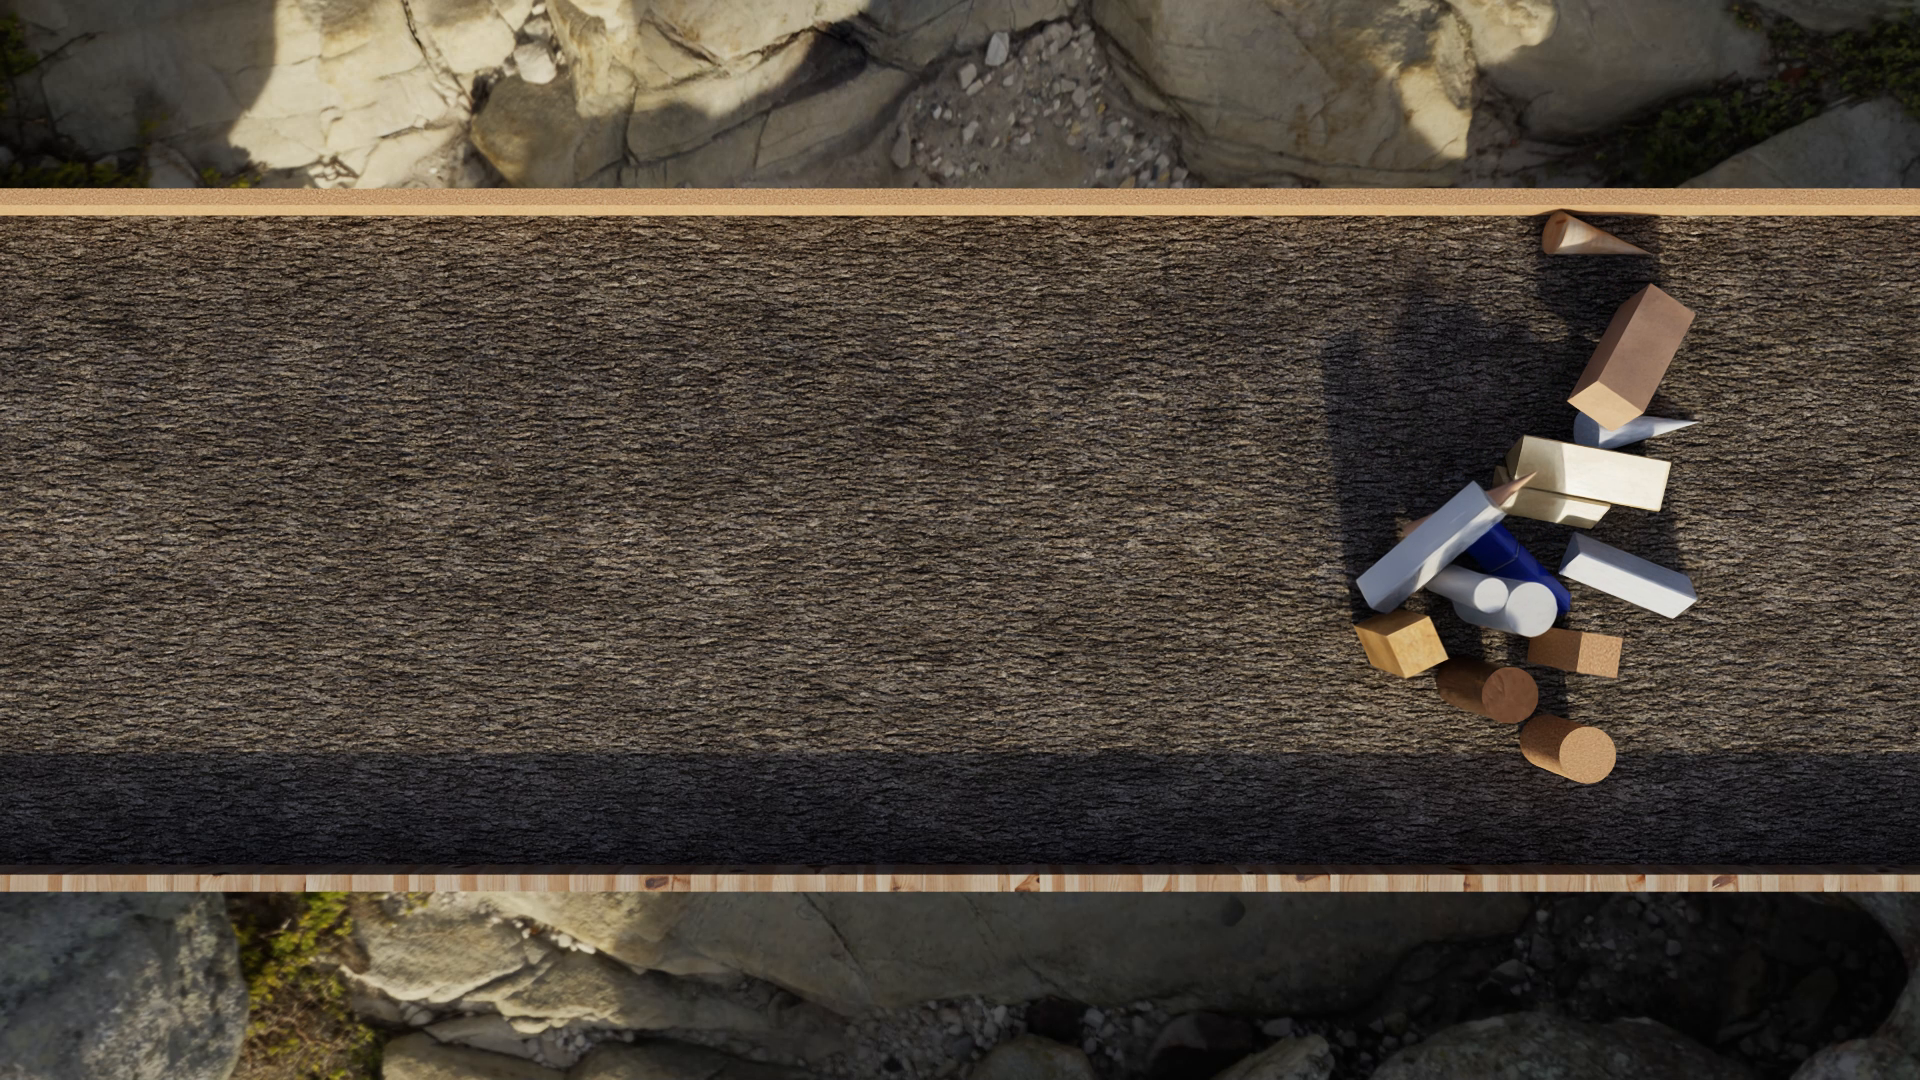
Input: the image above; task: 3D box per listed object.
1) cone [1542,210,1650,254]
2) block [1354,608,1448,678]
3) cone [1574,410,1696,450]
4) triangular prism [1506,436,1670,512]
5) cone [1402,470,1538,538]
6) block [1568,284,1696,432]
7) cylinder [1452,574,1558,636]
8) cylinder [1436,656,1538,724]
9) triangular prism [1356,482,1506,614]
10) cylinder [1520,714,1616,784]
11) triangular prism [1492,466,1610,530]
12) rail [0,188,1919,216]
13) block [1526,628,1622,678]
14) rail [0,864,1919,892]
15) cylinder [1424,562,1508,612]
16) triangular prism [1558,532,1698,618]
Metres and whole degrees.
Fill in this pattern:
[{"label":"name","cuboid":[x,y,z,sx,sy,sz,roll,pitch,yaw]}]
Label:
[{"label":"cone","cuboid":[1.969,-0.907,5.043,0.339,0.133,0.133,9,90,-11]},{"label":"block","cuboid":[1.302,0.301,4.888,0.134,0.373,0.134,-25,92,0]},{"label":"cone","cuboid":[2.090,-0.344,5.041,0.386,0.143,0.143,-6,90,-11]},{"label":"triangular prism","cuboid":[1.899,-0.223,4.977,0.447,0.152,0.132,10,128,0]},{"label":"cone","cuboid":[1.540,-0.094,4.901,0.428,0.153,0.153,-37,90,31]},{"label":"block","cuboid":[2.007,-0.545,4.932,0.163,0.163,0.396,35,70,0]},{"label":"cylinder","cuboid":[1.610,0.189,4.890,0.157,0.355,0.157,0,93,-7]},{"label":"cylinder","cuboid":[1.544,0.436,4.853,0.159,0.447,0.159,0,90,0]},{"label":"triangular prism","cuboid":[1.387,0.038,4.868,0.139,0.121,0.459,46,110,1]},{"label":"cylinder","cuboid":[1.805,0.619,4.909,0.164,0.335,0.164,0,90,0]},{"label":"triangular prism","cuboid":[1.795,-0.131,5.013,0.323,0.120,0.139,10,90,0]},{"label":"rail","cuboid":[-2.247,-1.025,5.002,12.000,0.150,0.050,0,90,0]},{"label":"block","cuboid":[1.810,0.326,4.871,0.115,0.410,0.115,9,90,0]},{"label":"rail","cuboid":[-2.247,1.025,5.001,12.000,0.150,0.050,0,90,0]},{"label":"cylinder","cuboid":[1.491,0.135,4.882,0.102,0.378,0.102,-1,97,-6]},{"label":"triangular prism","cuboid":[2.040,0.108,5.015,0.380,0.117,0.135,22,90,0]}]
